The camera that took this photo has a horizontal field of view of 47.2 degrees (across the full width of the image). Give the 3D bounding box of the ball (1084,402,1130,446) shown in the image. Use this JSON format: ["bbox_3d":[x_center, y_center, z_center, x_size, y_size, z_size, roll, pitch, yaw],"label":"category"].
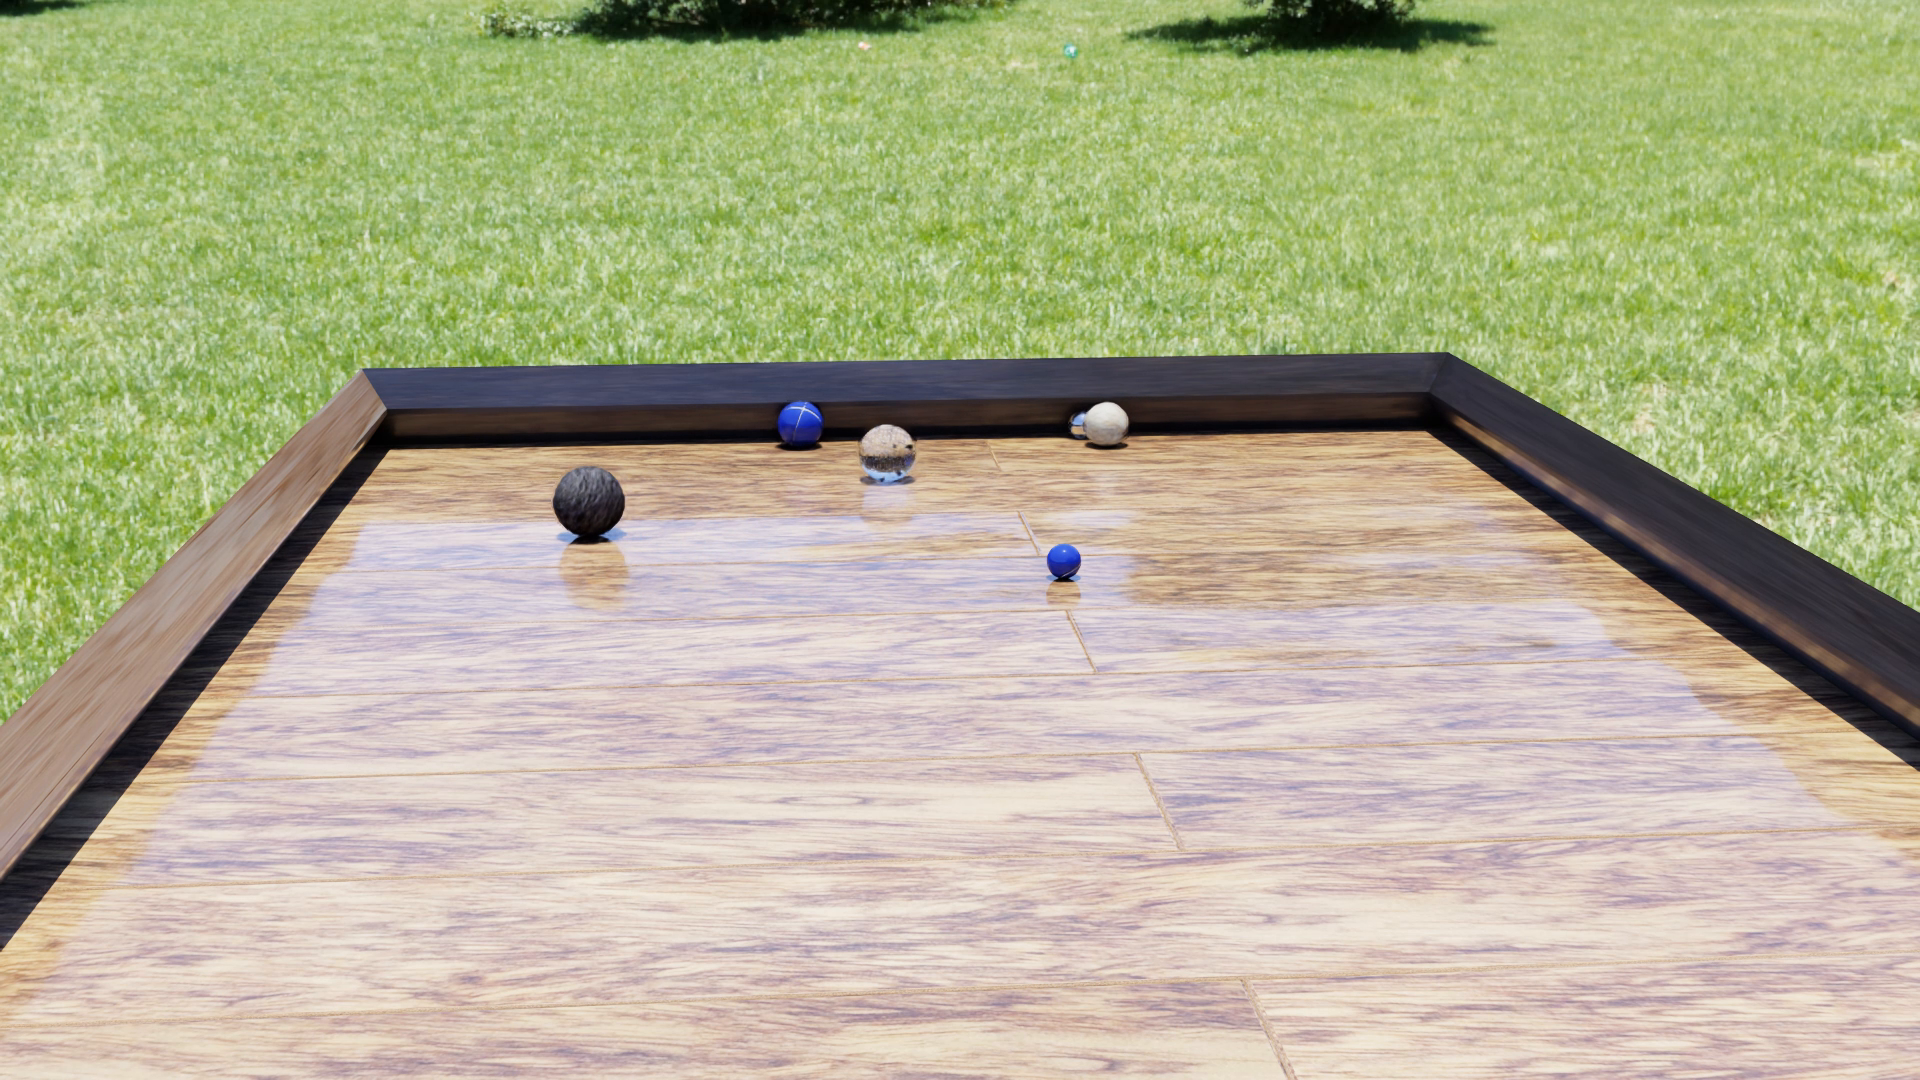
[{"bbox_3d":[0.236,-0.186,3.531,0.071,0.071,0.071,0,14,0],"label":"ball"}]

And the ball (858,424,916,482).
[{"bbox_3d":[-0.108,-0.130,3.285,0.086,0.086,0.086,0,14,0],"label":"ball"}]

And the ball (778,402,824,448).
[{"bbox_3d":[-0.256,-0.185,3.525,0.074,0.074,0.074,0,14,0],"label":"ball"}]

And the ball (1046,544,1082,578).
[{"bbox_3d":[0.131,0.027,2.763,0.044,0.044,0.044,0,14,0],"label":"ball"}]

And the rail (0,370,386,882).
[{"bbox_3d":[-0.792,0.195,1.949,0.045,0.124,3.287,-1,15,-5],"label":"rail"}]

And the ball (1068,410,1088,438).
[{"bbox_3d":[0.200,-0.189,3.595,0.045,0.045,0.045,0,14,0],"label":"ball"}]

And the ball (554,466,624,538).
[{"bbox_3d":[-0.500,-0.052,2.963,0.095,0.095,0.095,0,14,0],"label":"ball"}]

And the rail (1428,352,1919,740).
[{"bbox_3d":[0.936,0.157,2.096,0.045,0.124,3.287,-1,15,-5],"label":"rail"}]

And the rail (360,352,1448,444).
[{"bbox_3d":[-0.070,-0.228,3.585,1.782,0.124,0.045,-1,15,-5],"label":"rail"}]
